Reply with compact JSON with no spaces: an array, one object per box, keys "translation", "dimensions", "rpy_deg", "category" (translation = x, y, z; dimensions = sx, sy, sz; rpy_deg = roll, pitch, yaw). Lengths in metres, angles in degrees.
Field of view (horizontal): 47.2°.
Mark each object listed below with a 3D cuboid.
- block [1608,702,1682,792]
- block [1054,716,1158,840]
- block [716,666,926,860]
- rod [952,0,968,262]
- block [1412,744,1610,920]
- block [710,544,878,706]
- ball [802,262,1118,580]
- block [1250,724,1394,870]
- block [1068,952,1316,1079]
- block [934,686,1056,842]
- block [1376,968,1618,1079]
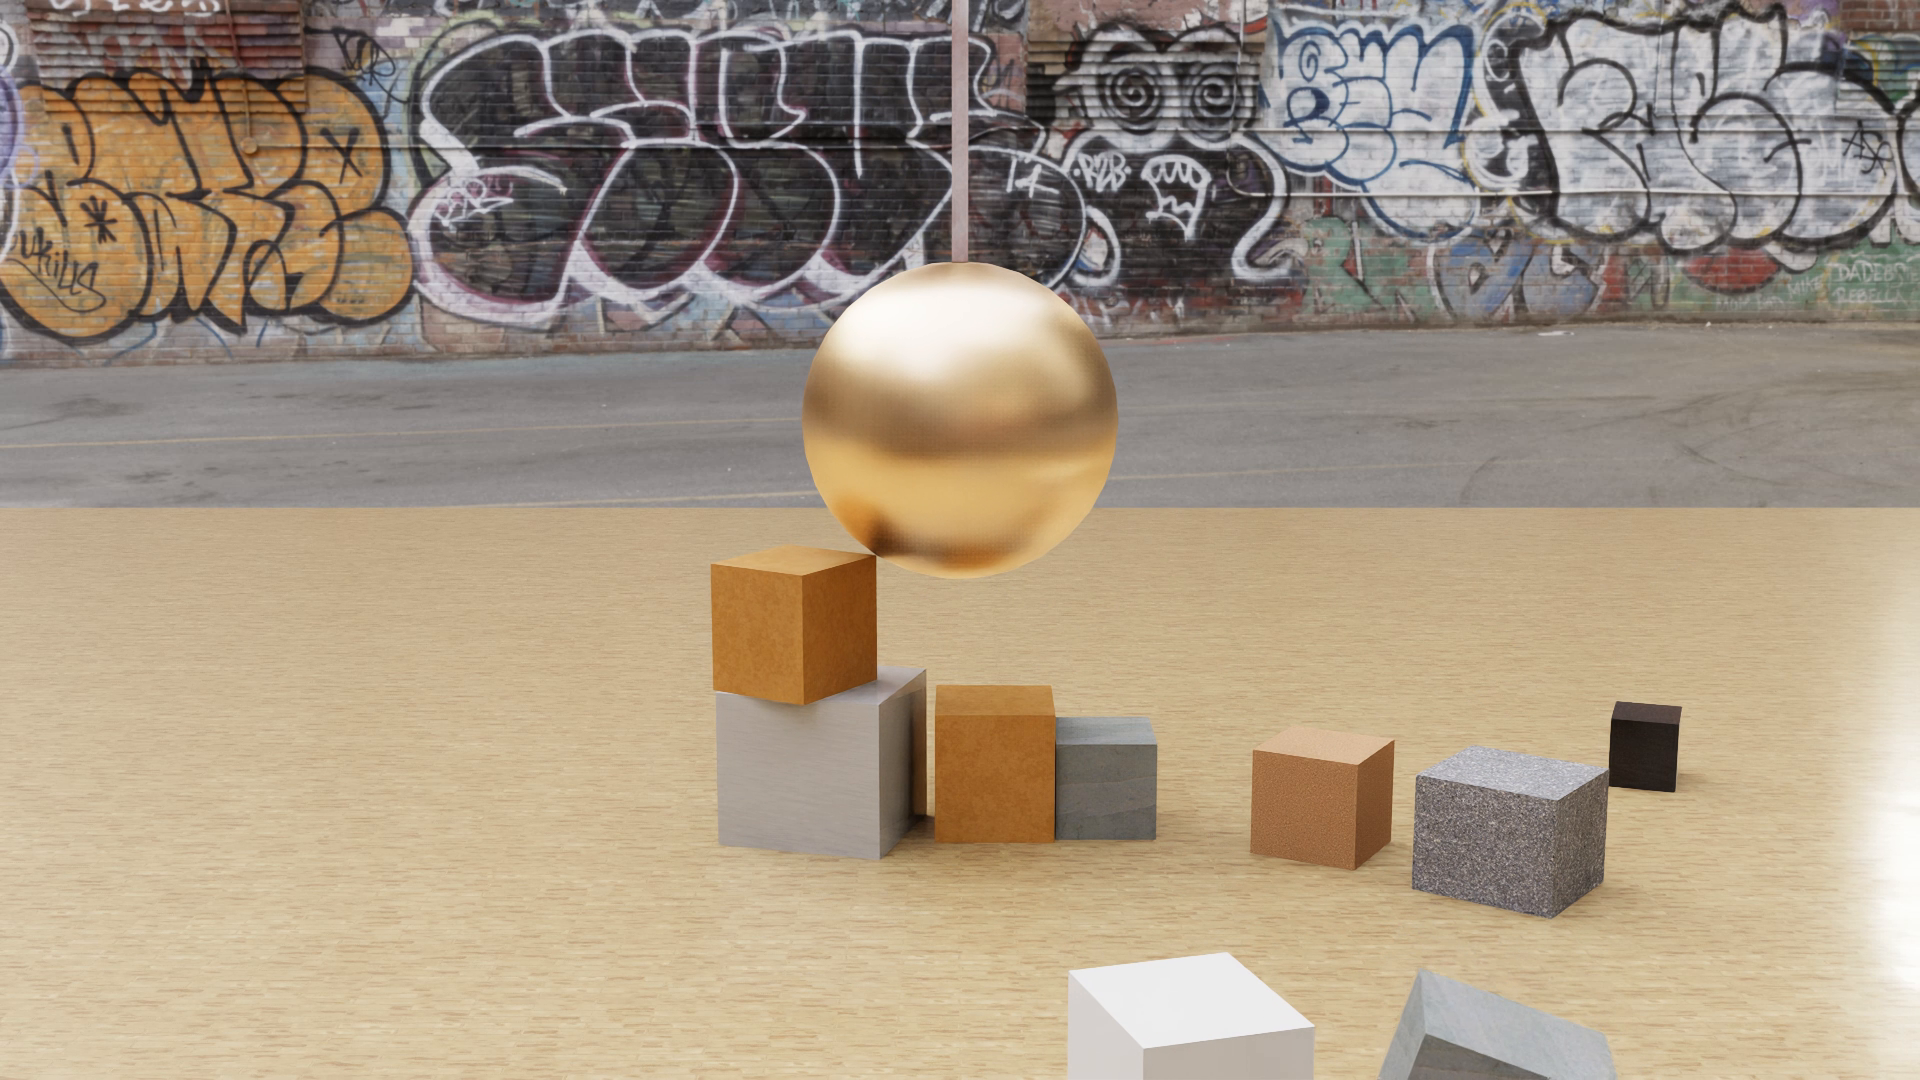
[{"translation":[3.802,1.144,12.203],"dimensions":[0.356,0.384,0.413],"rpy_deg":[4,11,20],"category":"block"},{"translation":[0.741,1.229,11.405],"dimensions":[0.511,0.501,0.538],"rpy_deg":[0,10,0],"category":"block"},{"translation":[-0.697,1.105,11.284],"dimensions":[0.857,0.789,0.784],"rpy_deg":[3,11,16],"category":"block"},{"translation":[0.000,-3.944,10.475],"dimensions":[0.080,5.200,0.080],"rpy_deg":[0,11,0],"category":"rod"},{"translation":[2.616,1.372,10.448],"dimensions":[0.693,0.563,0.646],"rpy_deg":[8,13,36],"category":"block"},{"translation":[-0.829,0.415,11.069],"dimensions":[0.564,0.645,0.627],"rpy_deg":[7,12,32],"category":"block"},{"translation":[0.000,-0.602,11.099],"dimensions":[1.600,1.600,1.600],"rpy_deg":[0,10,0],"category":"ball"},{"translation":[1.818,1.282,11.022],"dimensions":[0.544,0.534,0.537],"rpy_deg":[6,12,29],"category":"block"},{"translation":[0.762,1.864,7.420],"dimensions":[0.597,0.677,0.691],"rpy_deg":[-3,11,-17],"category":"block"},{"translation":[0.177,1.150,11.378],"dimensions":[0.605,0.666,0.620],"rpy_deg":[0,10,0],"category":"block"},{"translation":[1.699,1.868,7.115],"dimensions":[0.638,0.616,0.560],"rpy_deg":[19,13,6],"category":"block"}]
